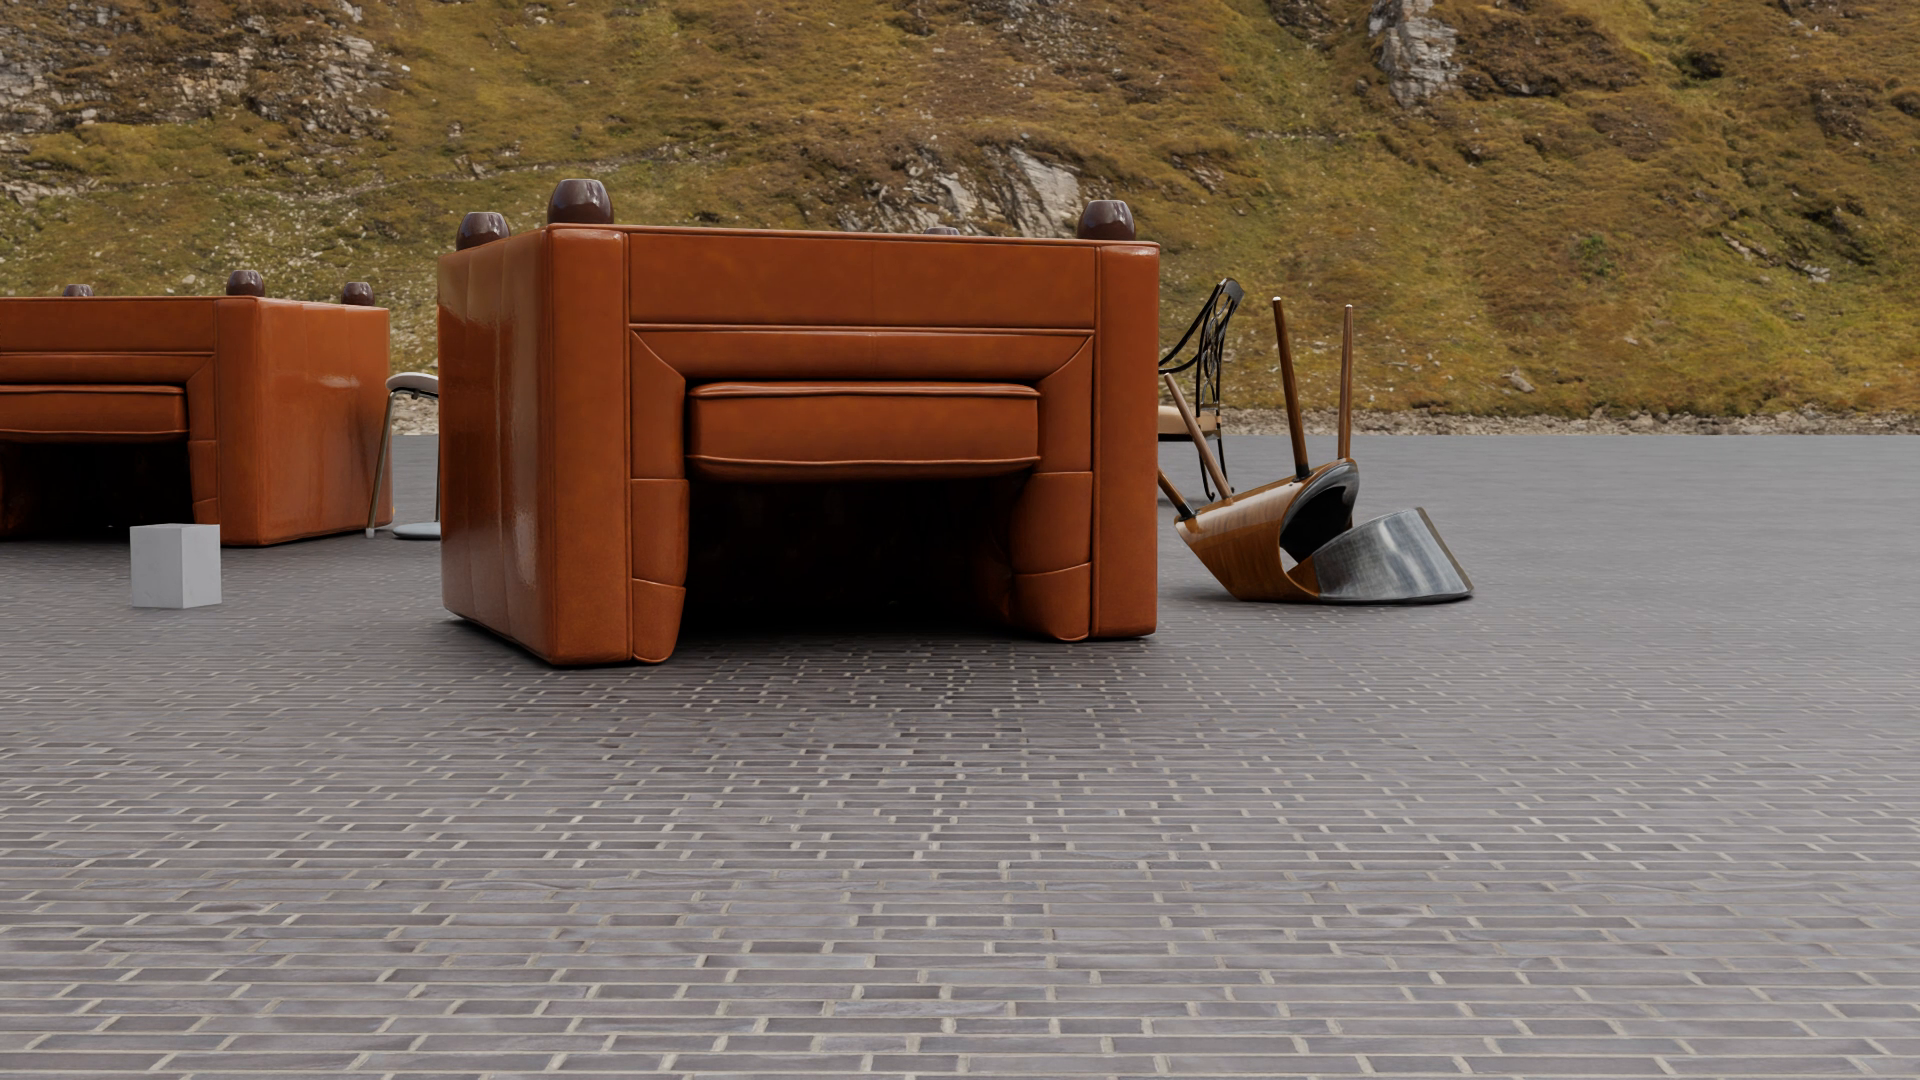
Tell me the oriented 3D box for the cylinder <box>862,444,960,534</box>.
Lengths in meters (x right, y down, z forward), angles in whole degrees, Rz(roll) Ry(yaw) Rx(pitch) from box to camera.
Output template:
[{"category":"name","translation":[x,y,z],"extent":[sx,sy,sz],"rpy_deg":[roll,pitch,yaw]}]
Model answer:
[{"category":"cylinder","translation":[-0.153,-0.167,6.970],"extent":[0.256,0.276,0.278],"rpy_deg":[11,6,9]}]

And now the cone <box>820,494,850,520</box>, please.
[{"category":"cone","translation":[-0.454,-0.094,7.601],"extent":[0.092,0.093,0.110],"rpy_deg":[-30,-36,30]}]

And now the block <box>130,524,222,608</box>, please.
[{"category":"block","translation":[-1.630,0.053,4.571],"extent":[0.129,0.165,0.120],"rpy_deg":[1,4,19]}]

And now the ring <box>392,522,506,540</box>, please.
[{"category":"ring","translation":[-1.547,-0.028,6.670],"extent":[0.341,0.040,0.289],"rpy_deg":[-2,5,-28]}]
